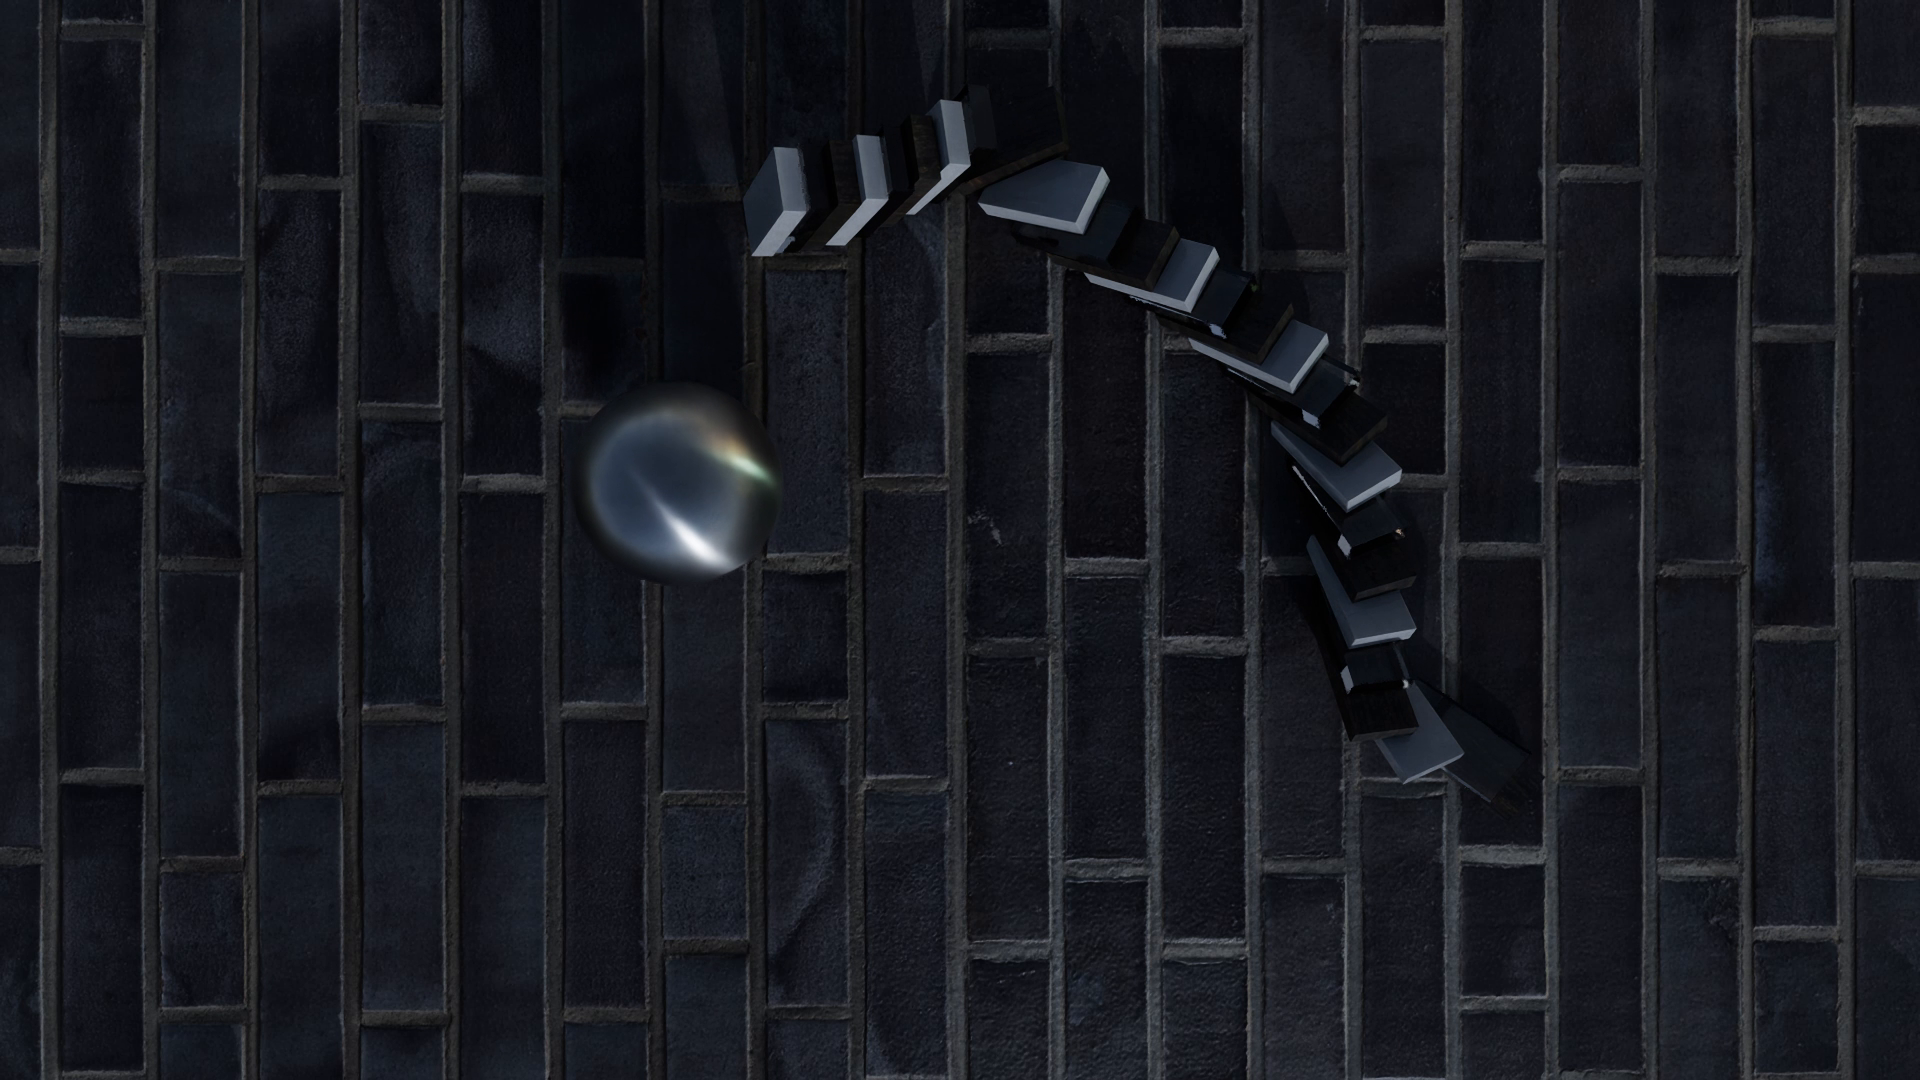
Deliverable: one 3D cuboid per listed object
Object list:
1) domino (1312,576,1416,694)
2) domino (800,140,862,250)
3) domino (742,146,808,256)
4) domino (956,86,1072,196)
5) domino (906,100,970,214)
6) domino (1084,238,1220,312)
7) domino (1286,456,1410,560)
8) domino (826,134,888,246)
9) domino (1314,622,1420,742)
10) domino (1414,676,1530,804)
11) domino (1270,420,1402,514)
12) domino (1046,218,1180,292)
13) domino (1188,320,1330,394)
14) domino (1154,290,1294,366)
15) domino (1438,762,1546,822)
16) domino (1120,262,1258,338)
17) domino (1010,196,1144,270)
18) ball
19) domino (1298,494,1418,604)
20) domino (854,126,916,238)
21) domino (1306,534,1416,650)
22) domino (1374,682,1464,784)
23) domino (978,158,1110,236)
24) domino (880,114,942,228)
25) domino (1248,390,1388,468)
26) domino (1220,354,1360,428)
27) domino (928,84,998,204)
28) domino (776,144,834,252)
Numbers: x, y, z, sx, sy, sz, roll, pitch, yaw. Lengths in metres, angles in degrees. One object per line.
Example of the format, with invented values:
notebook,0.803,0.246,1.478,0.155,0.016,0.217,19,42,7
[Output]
domino,0.168,0.038,0.383,0.025,0.009,0.050,-7,59,2
domino,-0.055,-0.140,0.376,0.010,0.050,0.025,-9,90,-27
domino,-0.077,-0.137,0.376,0.009,0.050,0.025,-9,90,-27
domino,0.020,-0.166,0.383,0.050,0.009,0.025,-13,80,25
domino,-0.014,-0.156,0.376,0.009,0.050,0.025,-8,90,-29
domino,0.079,-0.115,0.383,0.050,0.009,0.025,28,90,33
domino,0.161,-0.018,0.382,0.025,0.009,0.050,-22,57,0
domino,-0.045,-0.142,0.376,0.009,0.050,0.025,-8,90,-27
domino,0.169,0.057,0.382,0.025,0.010,0.050,-8,58,3
domino,0.205,0.082,0.382,0.025,0.010,0.050,-50,56,0
domino,0.156,-0.037,0.382,0.025,0.009,0.050,-31,56,0
domino,0.063,-0.123,0.383,0.050,0.010,0.025,28,90,32
domino,0.124,-0.083,0.382,0.050,0.010,0.025,36,90,33
domino,0.110,-0.094,0.382,0.050,0.009,0.025,34,90,33
domino,0.222,0.095,0.395,0.050,0.009,0.025,40,90,0
domino,0.095,-0.105,0.382,0.050,0.009,0.025,31,90,33
domino,0.048,-0.132,0.383,0.050,0.010,0.025,28,90,32
ball,-0.110,-0.022,0.360,0.080,0.080,0.080,0,90,0
domino,0.165,0.000,0.383,0.025,0.010,0.050,-17,58,0
domino,-0.035,-0.145,0.376,0.009,0.050,0.025,-8,90,-27
domino,0.167,0.019,0.383,0.025,0.009,0.050,-10,58,0
domino,0.182,0.073,0.383,0.025,0.010,0.050,-24,59,0
domino,0.034,-0.145,0.383,0.050,0.009,0.025,25,89,32
domino,-0.024,-0.150,0.376,0.009,0.050,0.025,-8,90,-27
domino,0.148,-0.055,0.382,0.025,0.009,0.050,-42,56,-1
domino,0.137,-0.070,0.382,0.025,0.010,0.050,-49,56,-1
domino,-0.003,-0.161,0.375,0.010,0.050,0.025,-8,88,-29
domino,-0.066,-0.139,0.376,0.009,0.050,0.025,-9,90,-27
